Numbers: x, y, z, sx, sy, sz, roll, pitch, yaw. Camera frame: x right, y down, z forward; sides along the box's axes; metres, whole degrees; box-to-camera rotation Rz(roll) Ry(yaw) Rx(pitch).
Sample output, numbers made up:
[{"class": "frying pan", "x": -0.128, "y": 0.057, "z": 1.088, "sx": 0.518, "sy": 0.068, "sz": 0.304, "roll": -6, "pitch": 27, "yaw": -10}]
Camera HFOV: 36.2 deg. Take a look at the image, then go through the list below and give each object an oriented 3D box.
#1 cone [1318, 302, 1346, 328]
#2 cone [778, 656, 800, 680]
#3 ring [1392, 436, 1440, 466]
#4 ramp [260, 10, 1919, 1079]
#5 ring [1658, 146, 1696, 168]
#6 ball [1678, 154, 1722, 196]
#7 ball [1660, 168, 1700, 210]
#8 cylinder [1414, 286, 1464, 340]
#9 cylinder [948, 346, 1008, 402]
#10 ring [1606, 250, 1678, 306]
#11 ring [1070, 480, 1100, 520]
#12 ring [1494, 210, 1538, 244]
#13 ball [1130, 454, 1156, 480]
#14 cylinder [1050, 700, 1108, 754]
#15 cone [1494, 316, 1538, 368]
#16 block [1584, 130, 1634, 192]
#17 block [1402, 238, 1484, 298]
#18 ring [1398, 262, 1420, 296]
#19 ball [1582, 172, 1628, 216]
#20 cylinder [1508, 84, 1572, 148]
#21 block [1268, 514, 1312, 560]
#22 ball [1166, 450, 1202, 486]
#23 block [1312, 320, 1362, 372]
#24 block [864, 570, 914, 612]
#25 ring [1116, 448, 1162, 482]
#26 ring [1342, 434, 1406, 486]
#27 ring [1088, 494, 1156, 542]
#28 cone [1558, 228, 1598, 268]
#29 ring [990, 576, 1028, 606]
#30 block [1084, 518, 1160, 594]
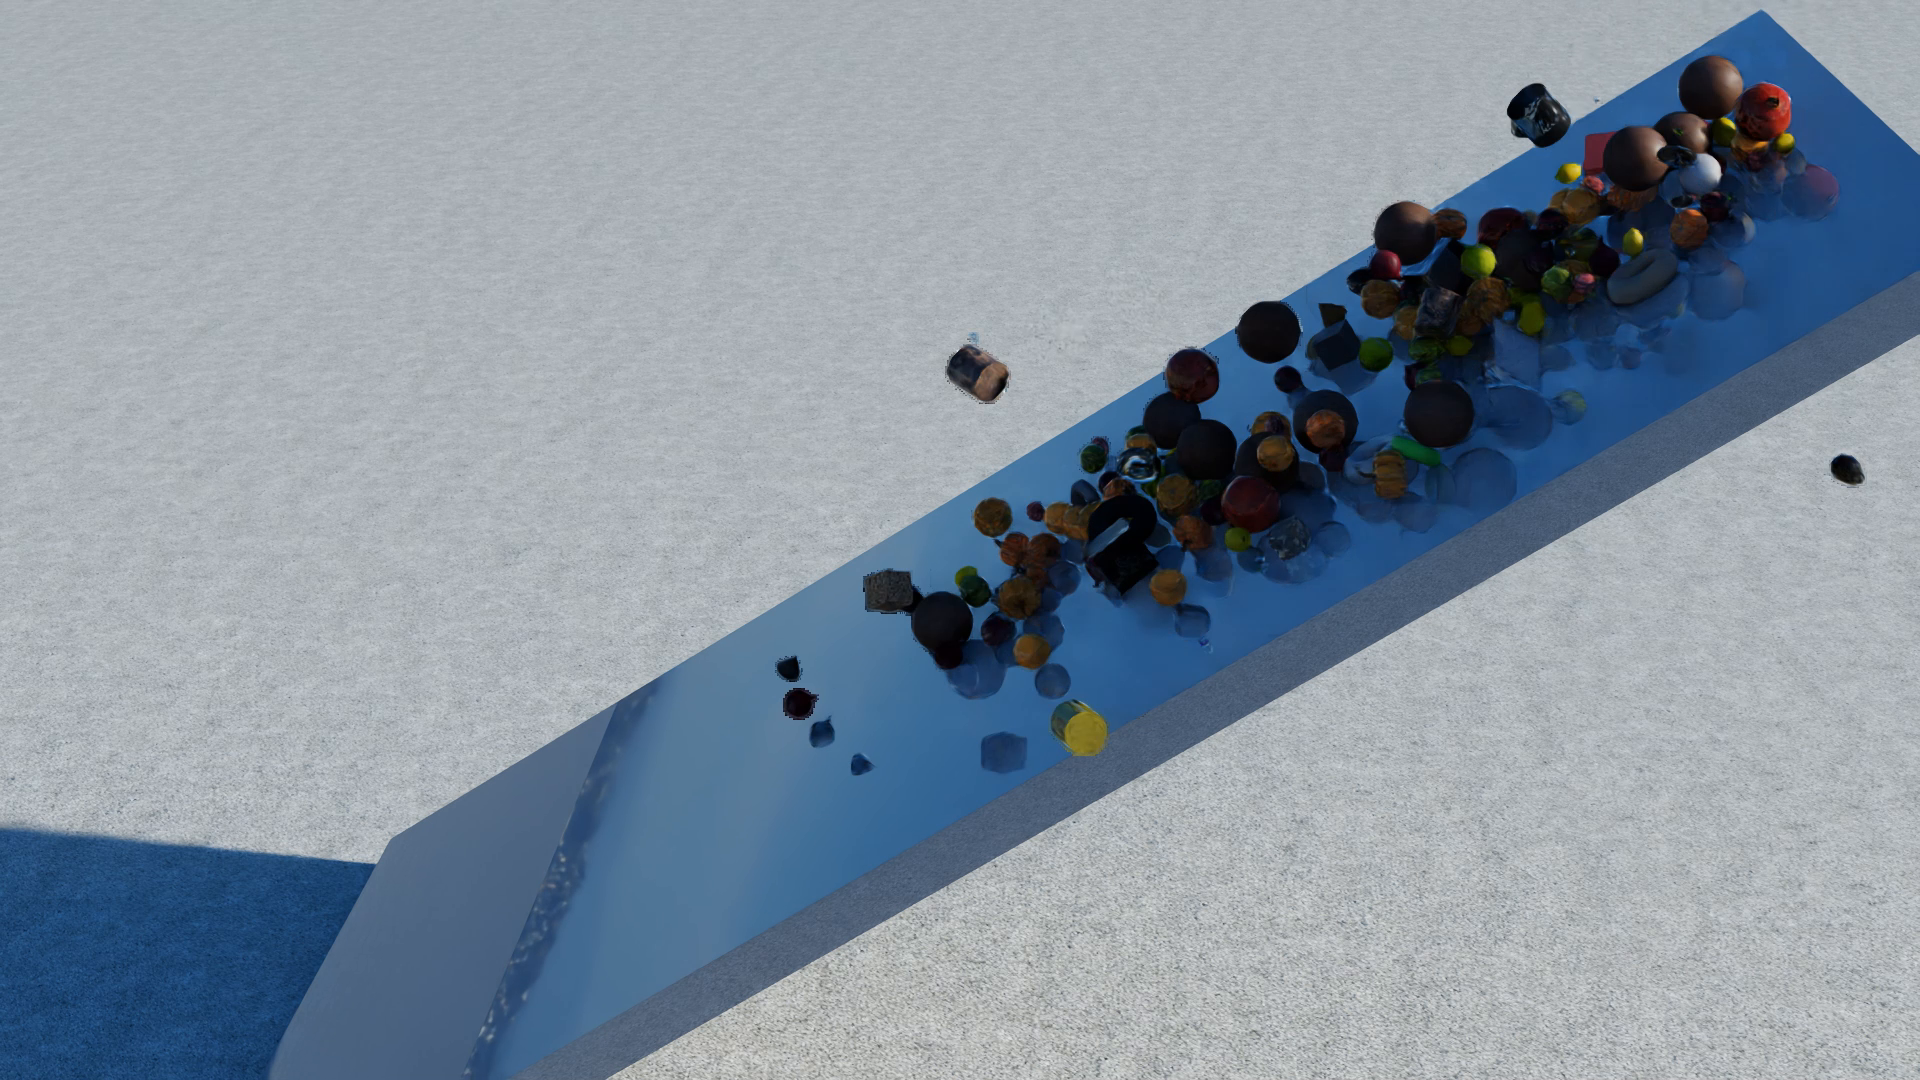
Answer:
[{"class": "cone", "x": 0.813, "y": -0.510, "z": 6.524, "sx": 0.062, "sy": 0.062, "sz": 0.062, "roll": 34, "pitch": -2, "yaw": -35}, {"class": "cone", "x": -0.360, "y": 0.264, "z": 6.325, "sx": 0.053, "sy": 0.053, "sz": 0.053, "roll": 14, "pitch": 49, "yaw": -17}, {"class": "ring", "x": 0.846, "y": -0.164, "z": 5.459, "sx": 0.097, "sy": 0.032, "sz": 0.097, "roll": 22, "pitch": 5, "yaw": -2}, {"class": "ramp", "x": 0.139, "y": 0.171, "z": 6.297, "sx": 4.000, "sy": 0.100, "sz": 2.000, "roll": -31, "pitch": 15, "yaw": 14}, {"class": "ring", "x": 1.372, "y": -0.733, "z": 5.626, "sx": 0.075, "sy": 0.025, "sz": 0.075, "roll": 12, "pitch": -7, "yaw": 2}, {"class": "ball", "x": 1.452, "y": -0.717, "z": 5.768, "sx": 0.083, "sy": 0.083, "sz": 0.083, "roll": 0, "pitch": 20, "yaw": 0}, {"class": "ball", "x": 1.435, "y": -0.698, "z": 5.849, "sx": 0.081, "sy": 0.081, "sz": 0.081, "roll": 0, "pitch": 20, "yaw": 0}, {"class": "cylinder", "x": 0.949, "y": -0.450, "z": 5.835, "sx": 0.080, "sy": 0.080, "sz": 0.080, "roll": 17, "pitch": -9, "yaw": 3}, {"class": "cylinder", "x": 0.037, "y": -0.349, "z": 6.170, "sx": 0.090, "sy": 0.090, "sz": 0.090, "roll": -17, "pitch": 34, "yaw": -38}, {"class": "ring", "x": 1.297, "y": -0.500, "z": 5.601, "sx": 0.148, "sy": 0.049, "sz": 0.148, "roll": -32, "pitch": 16, "yaw": 11}, {"class": "ring", "x": 0.275, "y": -0.087, "z": 6.431, "sx": 0.031, "sy": 0.092, "sz": 0.092, "roll": -24, "pitch": 30, "yaw": -28}, {"class": "ring", "x": 1.197, "y": -0.673, "z": 6.330, "sx": 0.103, "sy": 0.034, "sz": 0.103, "roll": -34, "pitch": -4, "yaw": -3}, {"class": "ball", "x": 0.402, "y": -0.161, "z": 6.455, "sx": 0.055, "sy": 0.055, "sz": 0.055, "roll": 0, "pitch": 20, "yaw": 0}, {"class": "cylinder", "x": 0.213, "y": 0.336, "z": 5.281, "sx": 0.080, "sy": 0.080, "sz": 0.080, "roll": -6, "pitch": 13, "yaw": -16}, {"class": "cone", "x": 1.058, "y": -0.398, "z": 5.707, "sx": 0.094, "sy": 0.094, "sz": 0.094, "roll": -32, "pitch": 15, "yaw": 10}, {"class": "block", "x": 1.360, "y": -0.790, "z": 6.158, "sx": 0.090, "sy": 0.090, "sz": 0.090, "roll": -3, "pitch": 59, "yaw": 21}, {"class": "block", "x": 1.002, "y": -0.556, "z": 6.101, "sx": 0.098, "sy": 0.098, "sz": 0.098, "roll": -54, "pitch": 19, "yaw": -12}, {"class": "ring", "x": 1.027, "y": -0.590, "z": 6.452, "sx": 0.148, "sy": 0.049, "sz": 0.148, "roll": -33, "pitch": 16, "yaw": 11}, {"class": "ball", "x": 1.334, "y": -0.716, "z": 6.083, "sx": 0.091, "sy": 0.091, "sz": 0.091, "roll": 0, "pitch": 20, "yaw": 0}, {"class": "cylinder", "x": 1.167, "y": -0.855, "z": 5.923, "sx": 0.091, "sy": 0.091, "sz": 0.091, "roll": 39, "pitch": 3, "yaw": -28}, {"class": "block", "x": 0.617, "y": -0.004, "z": 5.506, "sx": 0.053, "sy": 0.053, "sz": 0.053, "roll": -24, "pitch": 26, "yaw": 34}, {"class": "ball", "x": 0.473, "y": -0.154, "z": 6.241, "sx": 0.076, "sy": 0.076, "sz": 0.076, "roll": 0, "pitch": 20, "yaw": 0}, {"class": "block", "x": 0.814, "y": -0.420, "z": 6.344, "sx": 0.070, "sy": 0.070, "sz": 0.070, "roll": -26, "pitch": 18, "yaw": 31}, {"class": "block", "x": -0.147, "y": 0.105, "z": 6.079, "sx": 0.067, "sy": 0.067, "sz": 0.067, "roll": 6, "pitch": -19, "yaw": -42}, {"class": "ring", "x": 0.368, "y": -0.154, "z": 6.042, "sx": 0.095, "sy": 0.095, "sz": 0.032, "roll": 4, "pitch": 52, "yaw": 12}, {"class": "ring", "x": 0.793, "y": -0.154, "z": 5.621, "sx": 0.136, "sy": 0.045, "sz": 0.136, "roll": -32, "pitch": 17, "yaw": 11}, {"class": "ring", "x": 0.334, "y": -0.035, "z": 6.069, "sx": 0.148, "sy": 0.049, "sz": 0.148, "roll": -15, "pitch": 41, "yaw": 14}, {"class": "cone", "x": 1.216, "y": -0.587, "z": 5.864, "sx": 0.080, "sy": 0.080, "sz": 0.080, "roll": 4, "pitch": 14, "yaw": -40}, {"class": "ring", "x": 0.106, "y": 0.109, "z": 6.306, "sx": 0.093, "sy": 0.031, "sz": 0.093, "roll": -31, "pitch": 16, "yaw": 10}, {"class": "block", "x": 0.326, "y": 0.031, "z": 5.927, "sx": 0.098, "sy": 0.098, "sz": 0.098, "roll": -39, "pitch": 15, "yaw": 3}]
